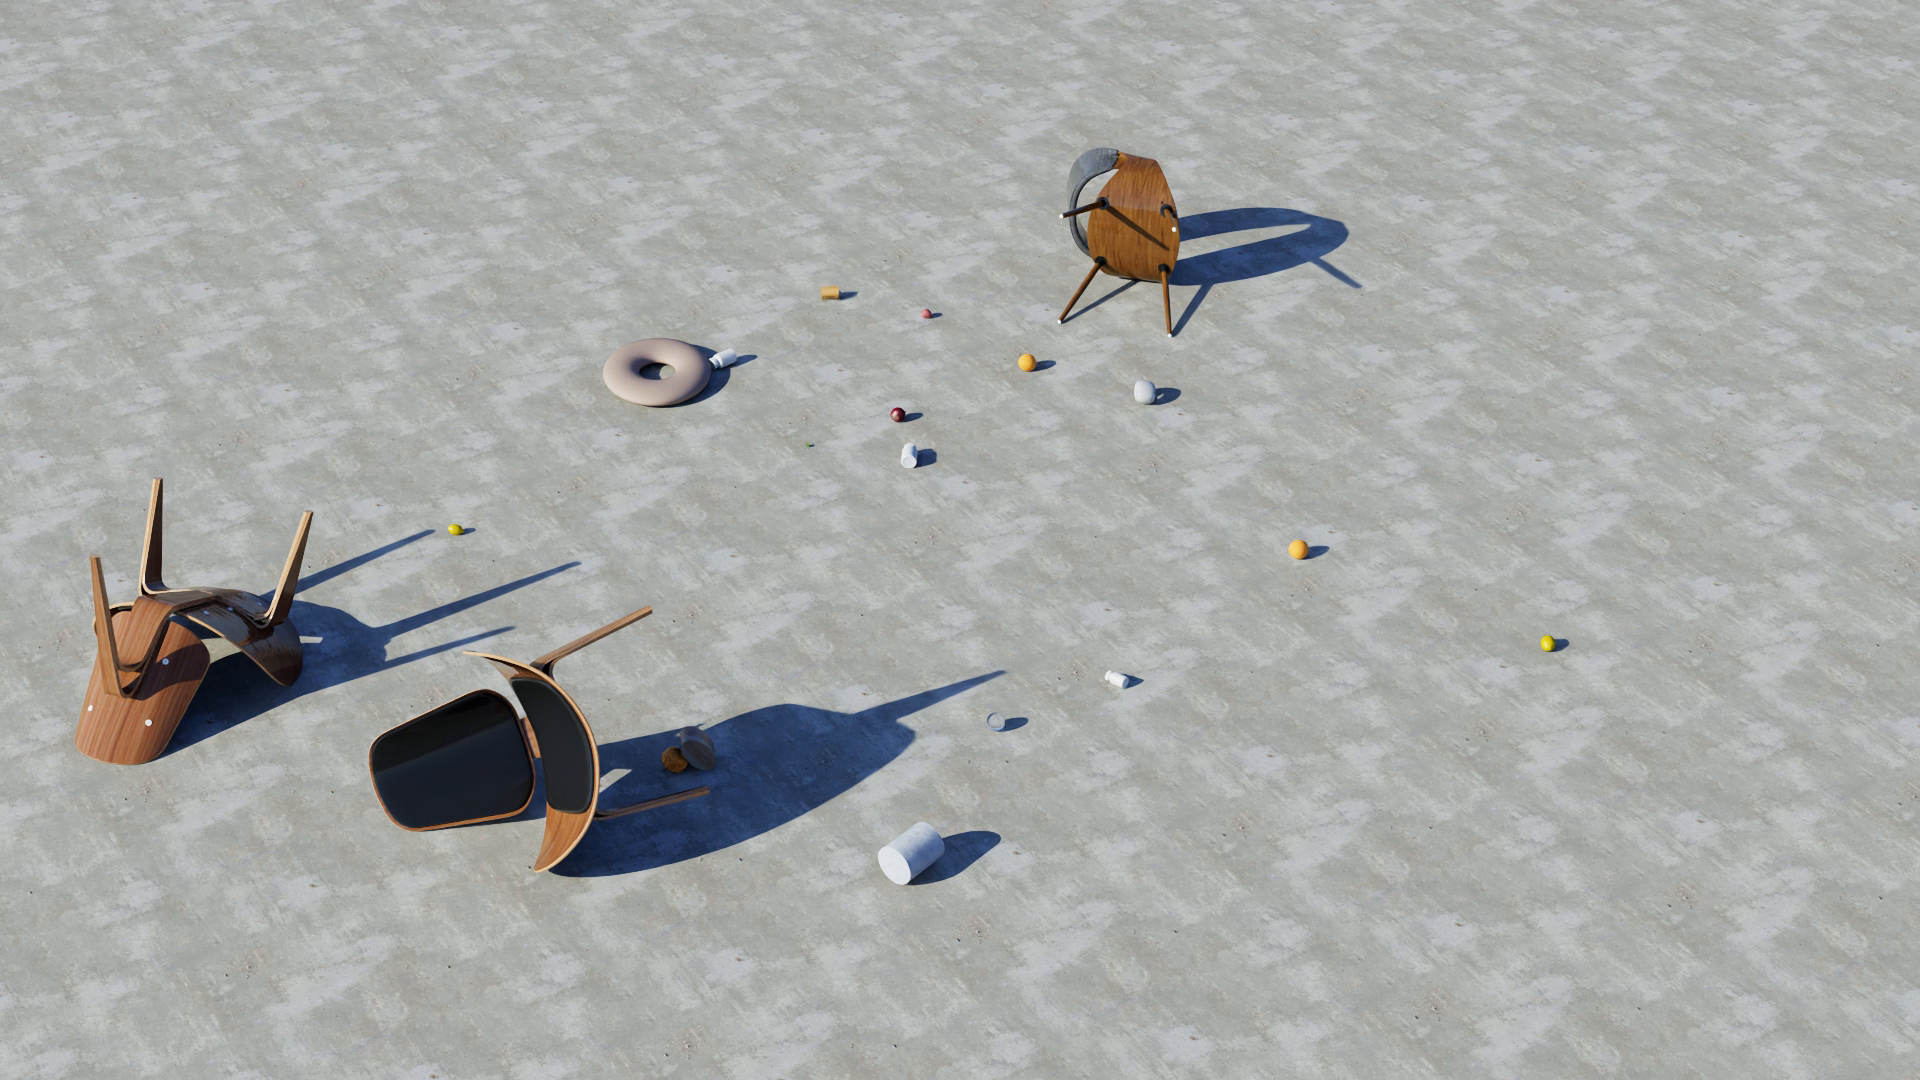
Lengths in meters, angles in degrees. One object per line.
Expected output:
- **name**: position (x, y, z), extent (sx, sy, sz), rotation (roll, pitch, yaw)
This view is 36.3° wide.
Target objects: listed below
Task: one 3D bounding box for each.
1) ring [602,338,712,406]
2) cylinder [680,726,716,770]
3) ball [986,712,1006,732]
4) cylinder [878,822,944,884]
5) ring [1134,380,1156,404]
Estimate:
- **ring**: position (-1.231, -0.685, 11.921), extent (0.441, 0.071, 0.514), rotation (-4, 34, -7)
- **cylinder**: position (-0.874, 0.694, 9.774), extent (0.086, 0.146, 0.081), rotation (-34, 32, 13)
- **ball**: position (0.122, 0.617, 9.951), extent (0.064, 0.064, 0.064), rotation (0, 33, 0)
- **cylinder**: position (-0.154, 0.994, 9.313), extent (0.136, 0.136, 0.166), rotation (39, 47, 20)
- **ring**: position (0.742, -0.595, 11.773), extent (0.074, 0.083, 0.121), rotation (7, 35, -7)
